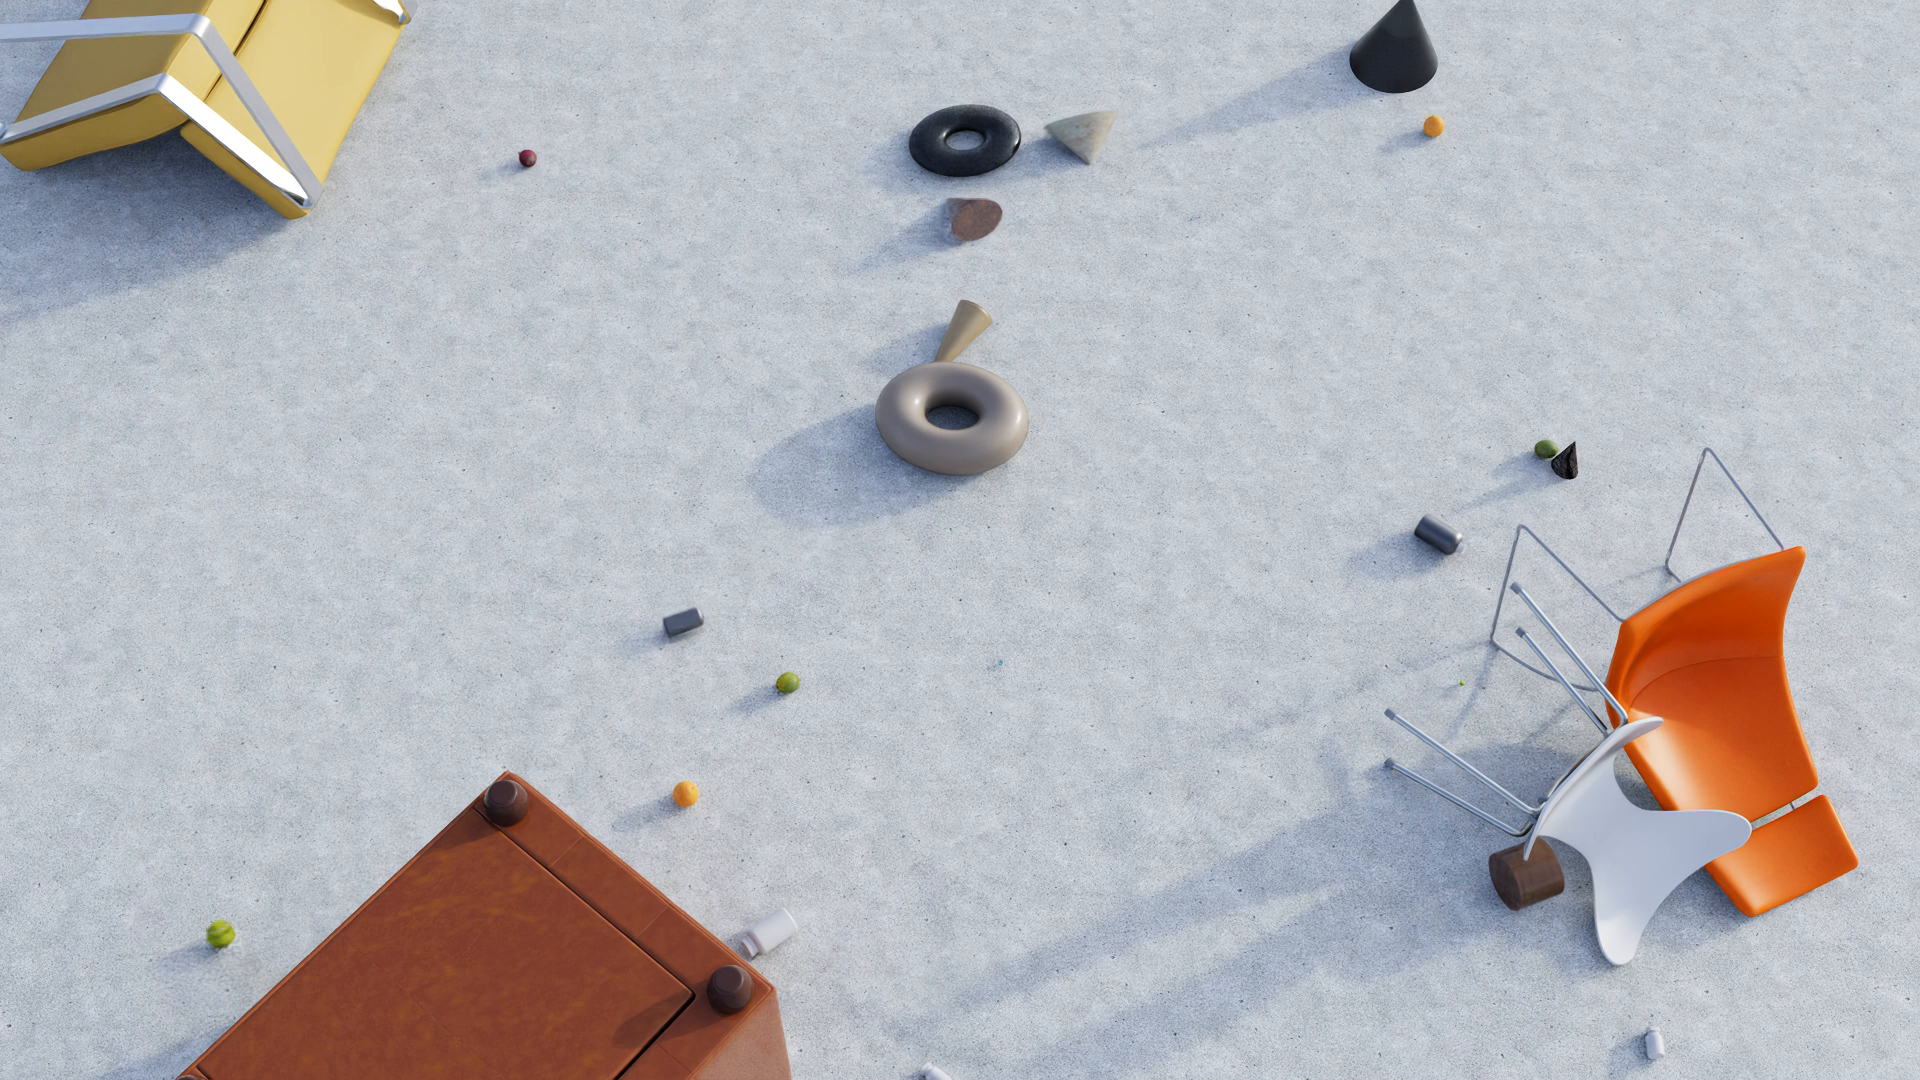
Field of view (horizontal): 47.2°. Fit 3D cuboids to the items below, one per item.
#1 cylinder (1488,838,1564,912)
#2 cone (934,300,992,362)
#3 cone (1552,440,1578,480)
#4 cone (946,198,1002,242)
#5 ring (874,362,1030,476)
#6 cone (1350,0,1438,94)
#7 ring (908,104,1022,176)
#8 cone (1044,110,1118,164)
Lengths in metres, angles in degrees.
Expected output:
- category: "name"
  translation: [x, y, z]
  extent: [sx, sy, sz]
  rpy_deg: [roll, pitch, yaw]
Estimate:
- category: "cylinder"
  translation: [1.514, 0.893, 5.880]
  extent: [0.132, 0.158, 0.162]
  rpy_deg: [-18, 53, -12]
- category: "cone"
  translation: [-0.037, -0.594, 6.936]
  extent: [0.128, 0.122, 0.325]
  rpy_deg: [18, 66, 40]
- category: "cone"
  translation: [1.848, -0.260, 6.663]
  extent: [0.074, 0.142, 0.092]
  rpy_deg: [-28, 60, -17]
- category: "cone"
  translation: [0.005, -1.093, 7.267]
  extent: [0.192, 0.140, 0.201]
  rpy_deg: [-21, 39, -23]
- category: "ring"
  translation: [-0.025, -0.374, 6.734]
  extent: [0.479, 0.154, 0.385]
  rpy_deg: [11, 58, 9]
- category: "cone"
  translation: [1.518, -1.768, 7.566]
  extent: [0.303, 0.323, 0.326]
  rpy_deg: [30, 61, 19]
- category: "ring"
  translation: [0.017, -1.353, 7.443]
  extent: [0.389, 0.066, 0.314]
  rpy_deg: [-14, 58, -10]
- category: "cone"
  translation: [0.424, -1.341, 7.423]
  extent: [0.262, 0.200, 0.157]
  rpy_deg: [-12, 90, -7]
